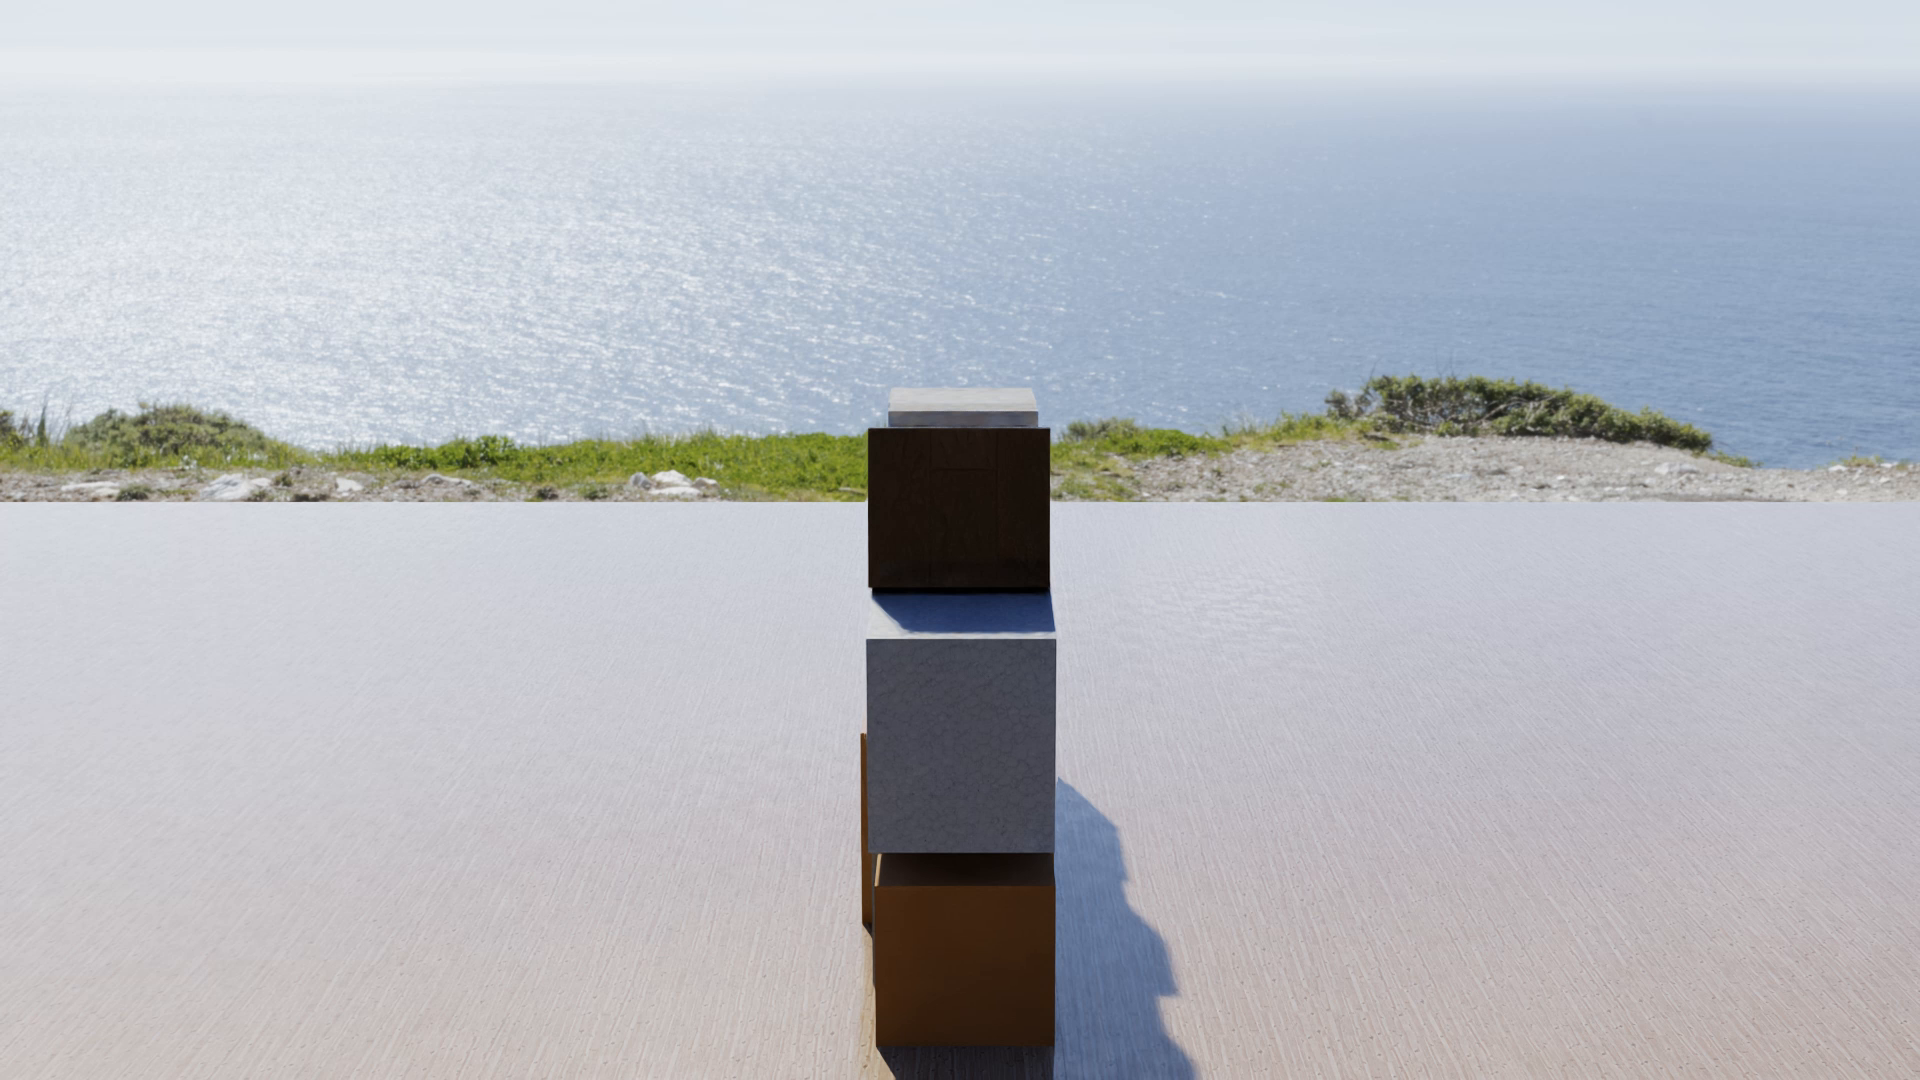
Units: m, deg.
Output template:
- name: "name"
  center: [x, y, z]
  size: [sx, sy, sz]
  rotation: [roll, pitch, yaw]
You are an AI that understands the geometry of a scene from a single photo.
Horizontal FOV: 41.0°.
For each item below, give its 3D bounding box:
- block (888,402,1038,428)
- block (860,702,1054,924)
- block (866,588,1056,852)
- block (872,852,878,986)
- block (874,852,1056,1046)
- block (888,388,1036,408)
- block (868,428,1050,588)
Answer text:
- name: "block"
  center: [0.013, -0.206, 10.627]
  size: [0.602, 0.696, 0.608]
  rotation: [0, 6, 0]
- name: "block"
  center: [-0.010, 1.133, 11.038]
  size: [0.803, 0.821, 0.756]
  rotation: [0, 10, 0]
- name: "block"
  center: [0.005, 0.658, 9.528]
  size: [0.677, 0.808, 0.686]
  rotation: [0, 14, 0]
- name: "block"
  center: [0.006, 1.297, 10.303]
  size: [0.696, 0.762, 0.729]
  rotation: [0, 10, 0]
- name: "block"
  center: [0.019, 1.494, 9.638]
  size: [0.655, 0.612, 0.631]
  rotation: [0, 10, 0]
- name: "block"
  center: [0.009, -0.360, 11.812]
  size: [0.661, 0.616, 0.650]
  rotation: [0, 10, 0]
- name: "block"
  center: [-0.003, -0.118, 9.975]
  size: [0.686, 0.603, 0.635]
  rotation: [0, 0, 0]
